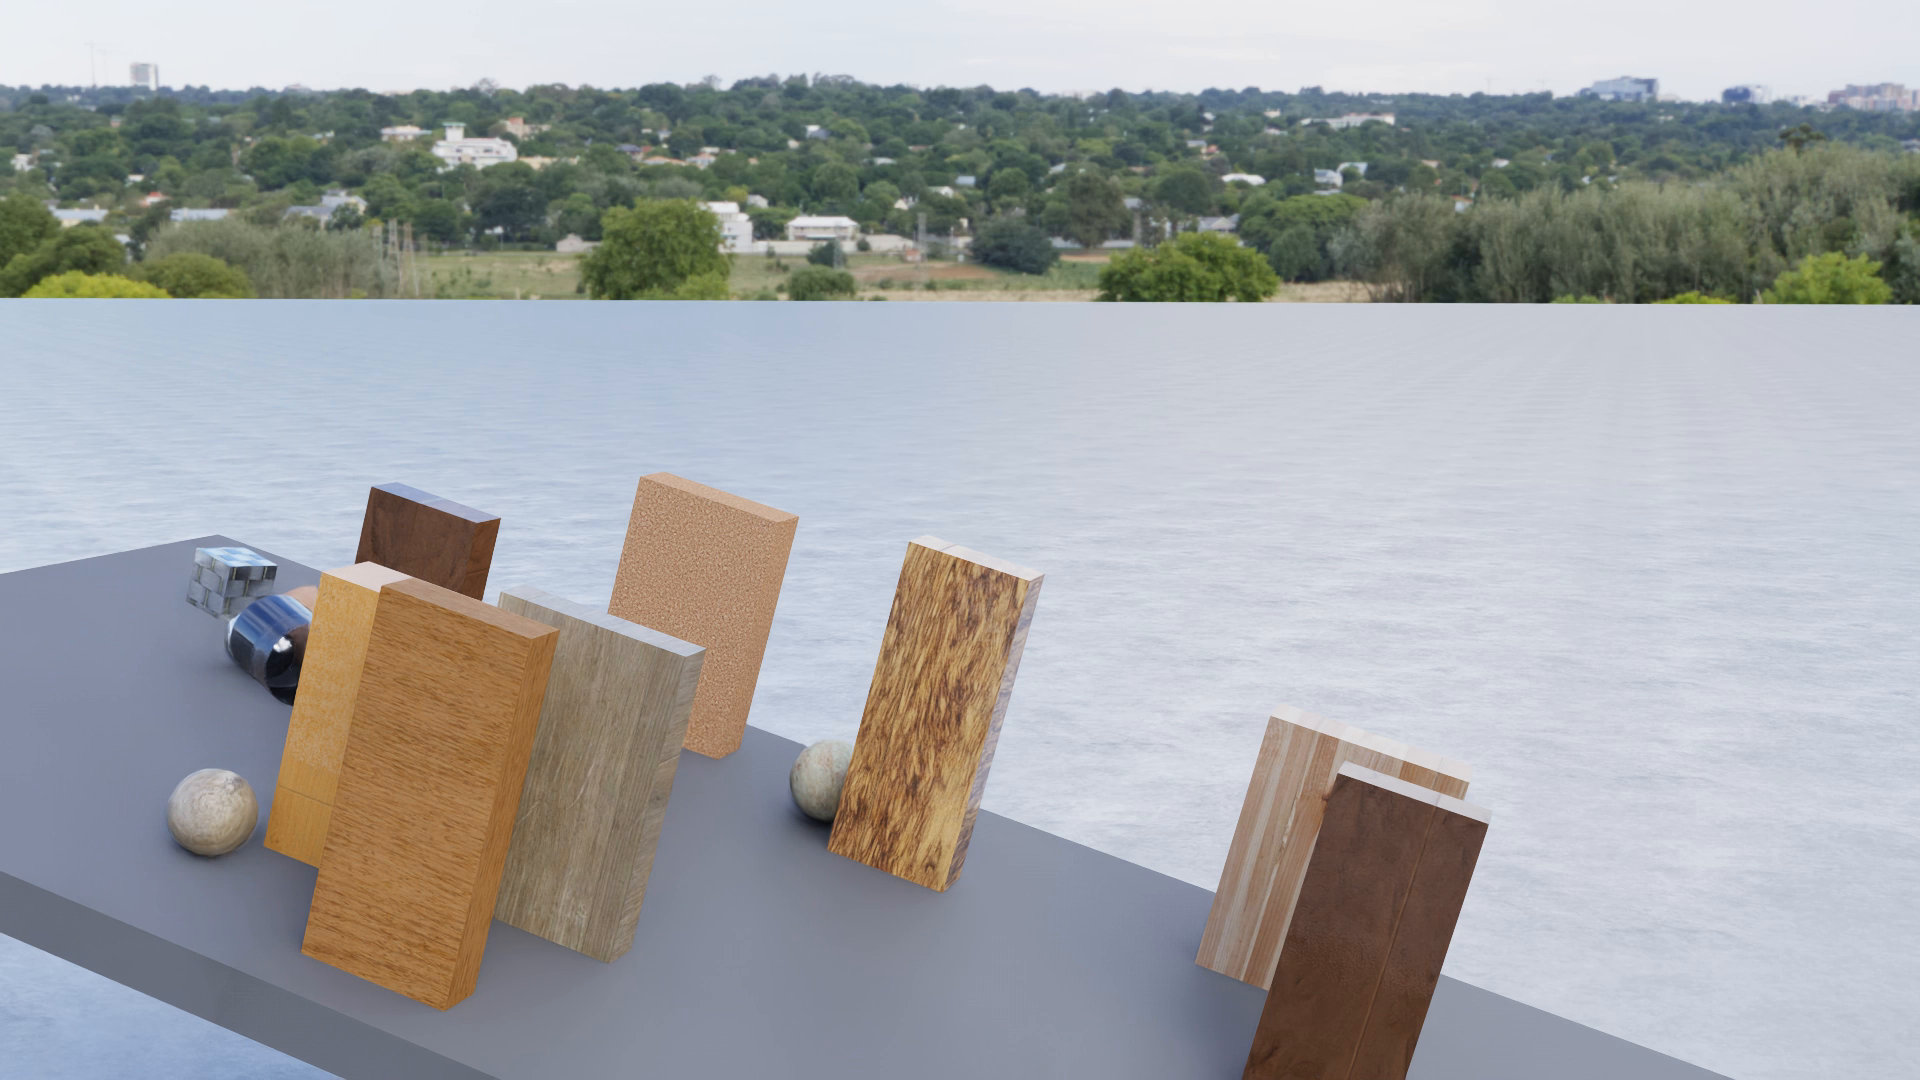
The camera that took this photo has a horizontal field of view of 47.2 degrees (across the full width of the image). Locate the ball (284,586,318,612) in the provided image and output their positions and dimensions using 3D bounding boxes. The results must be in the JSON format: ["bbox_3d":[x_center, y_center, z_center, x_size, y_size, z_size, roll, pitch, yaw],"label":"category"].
[{"bbox_3d":[-1.444,0.188,4.872,0.172,0.172,0.172,0,7,0],"label":"ball"}]

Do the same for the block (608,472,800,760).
[{"bbox_3d":[-0.617,0.170,5.035,0.346,0.568,0.129,18,12,14],"label":"block"}]

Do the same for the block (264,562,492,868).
[{"bbox_3d":[-0.963,0.347,3.850,0.386,0.513,0.147,18,12,14],"label":"block"}]

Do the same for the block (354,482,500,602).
[{"bbox_3d":[-1.142,0.158,4.575,0.251,0.498,0.099,18,12,14],"label":"block"}]

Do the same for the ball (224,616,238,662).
[{"bbox_3d":[-1.531,0.215,4.759,0.119,0.119,0.119,0,7,0],"label":"ball"}]

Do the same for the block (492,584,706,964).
[{"bbox_3d":[-0.682,0.404,3.814,0.357,0.564,0.086,18,12,14],"label":"block"}]

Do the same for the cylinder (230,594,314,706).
[{"bbox_3d":[-1.419,0.233,4.654,0.184,0.184,0.184,-6,22,-40],"label":"cylinder"}]

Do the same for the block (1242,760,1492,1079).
[{"bbox_3d":[0.714,0.735,3.895,0.269,0.625,0.099,18,12,14],"label":"block"}]

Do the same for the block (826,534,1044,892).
[{"bbox_3d":[-0.052,0.359,4.566,0.264,0.683,0.119,18,12,14],"label":"block"}]

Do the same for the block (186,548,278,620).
[{"bbox_3d":[-1.685,0.100,5.089,0.130,0.130,0.130,23,13,33],"label":"block"}]

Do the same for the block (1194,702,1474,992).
[{"bbox_3d":[0.763,0.667,4.494,0.410,0.549,0.142,18,12,14],"label":"block"}]

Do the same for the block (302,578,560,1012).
[{"bbox_3d":[-0.838,0.400,3.470,0.266,0.624,0.093,18,12,14],"label":"block"}]

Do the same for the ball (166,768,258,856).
[{"bbox_3d":[-1.283,0.467,3.776,0.150,0.150,0.150,0,7,0],"label":"ball"}]

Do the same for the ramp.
[{"bbox_3d":[-0.381,0.749,4.242,4.000,0.100,2.000,18,12,14],"label":"ramp"}]

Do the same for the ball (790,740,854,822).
[{"bbox_3d":[-0.279,0.523,4.766,0.179,0.179,0.179,0,7,0],"label":"ball"}]
